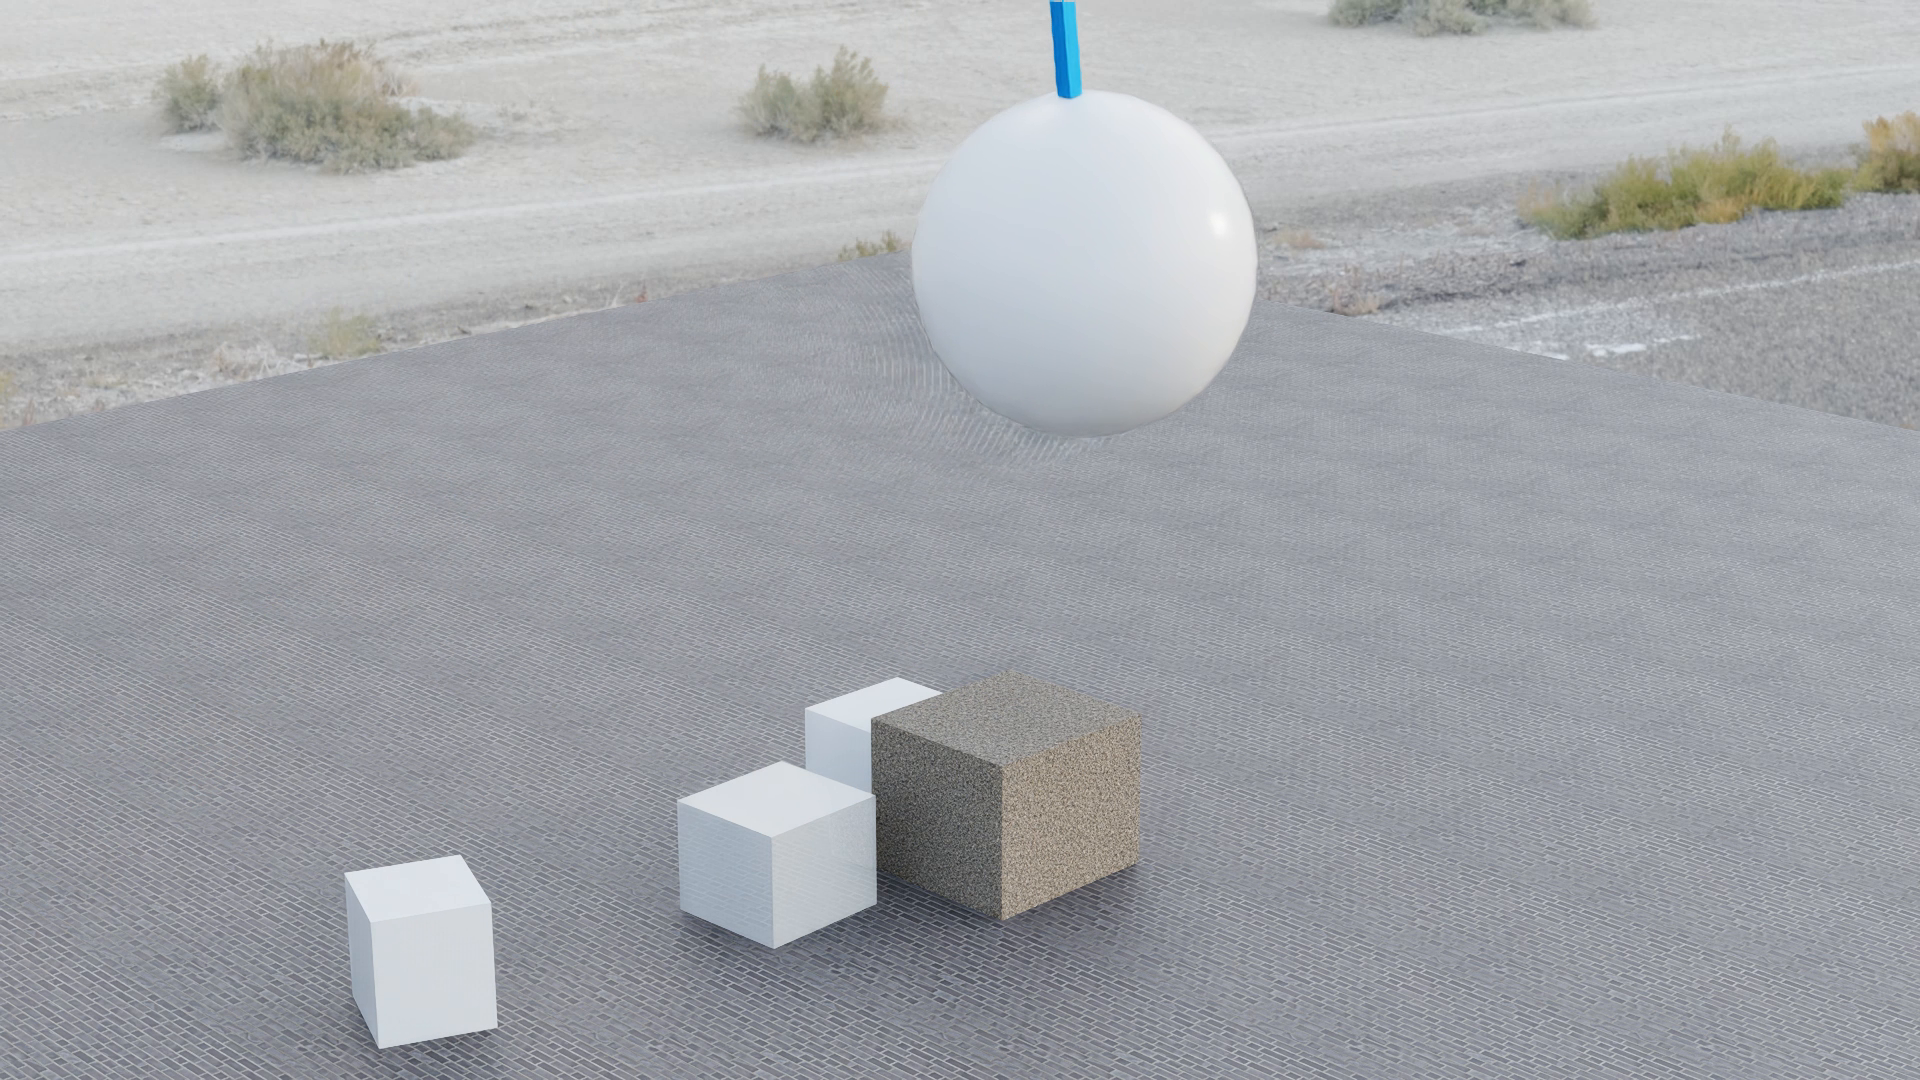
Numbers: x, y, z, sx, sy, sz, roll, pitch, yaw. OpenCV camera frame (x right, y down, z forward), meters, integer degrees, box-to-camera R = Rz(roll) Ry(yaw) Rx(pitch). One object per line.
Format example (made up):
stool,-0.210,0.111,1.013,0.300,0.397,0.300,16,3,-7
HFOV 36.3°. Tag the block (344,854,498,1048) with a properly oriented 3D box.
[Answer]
block,-2.218,1.685,12.053,0.487,0.557,0.522,-7,19,-22

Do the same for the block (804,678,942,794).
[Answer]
block,-0.301,1.071,13.989,0.609,0.568,0.622,-17,24,-42

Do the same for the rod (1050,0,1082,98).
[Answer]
rod,0.248,-4.391,12.222,0.080,5.200,0.080,17,32,42

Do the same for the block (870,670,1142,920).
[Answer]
block,0.212,1.152,13.457,0.911,0.734,0.834,-17,24,-42

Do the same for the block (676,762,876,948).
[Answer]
block,-0.811,1.391,13.046,0.602,0.524,0.638,16,23,40

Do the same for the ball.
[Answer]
ball,0.573,-1.275,13.542,1.600,1.600,1.600,0,17,0
